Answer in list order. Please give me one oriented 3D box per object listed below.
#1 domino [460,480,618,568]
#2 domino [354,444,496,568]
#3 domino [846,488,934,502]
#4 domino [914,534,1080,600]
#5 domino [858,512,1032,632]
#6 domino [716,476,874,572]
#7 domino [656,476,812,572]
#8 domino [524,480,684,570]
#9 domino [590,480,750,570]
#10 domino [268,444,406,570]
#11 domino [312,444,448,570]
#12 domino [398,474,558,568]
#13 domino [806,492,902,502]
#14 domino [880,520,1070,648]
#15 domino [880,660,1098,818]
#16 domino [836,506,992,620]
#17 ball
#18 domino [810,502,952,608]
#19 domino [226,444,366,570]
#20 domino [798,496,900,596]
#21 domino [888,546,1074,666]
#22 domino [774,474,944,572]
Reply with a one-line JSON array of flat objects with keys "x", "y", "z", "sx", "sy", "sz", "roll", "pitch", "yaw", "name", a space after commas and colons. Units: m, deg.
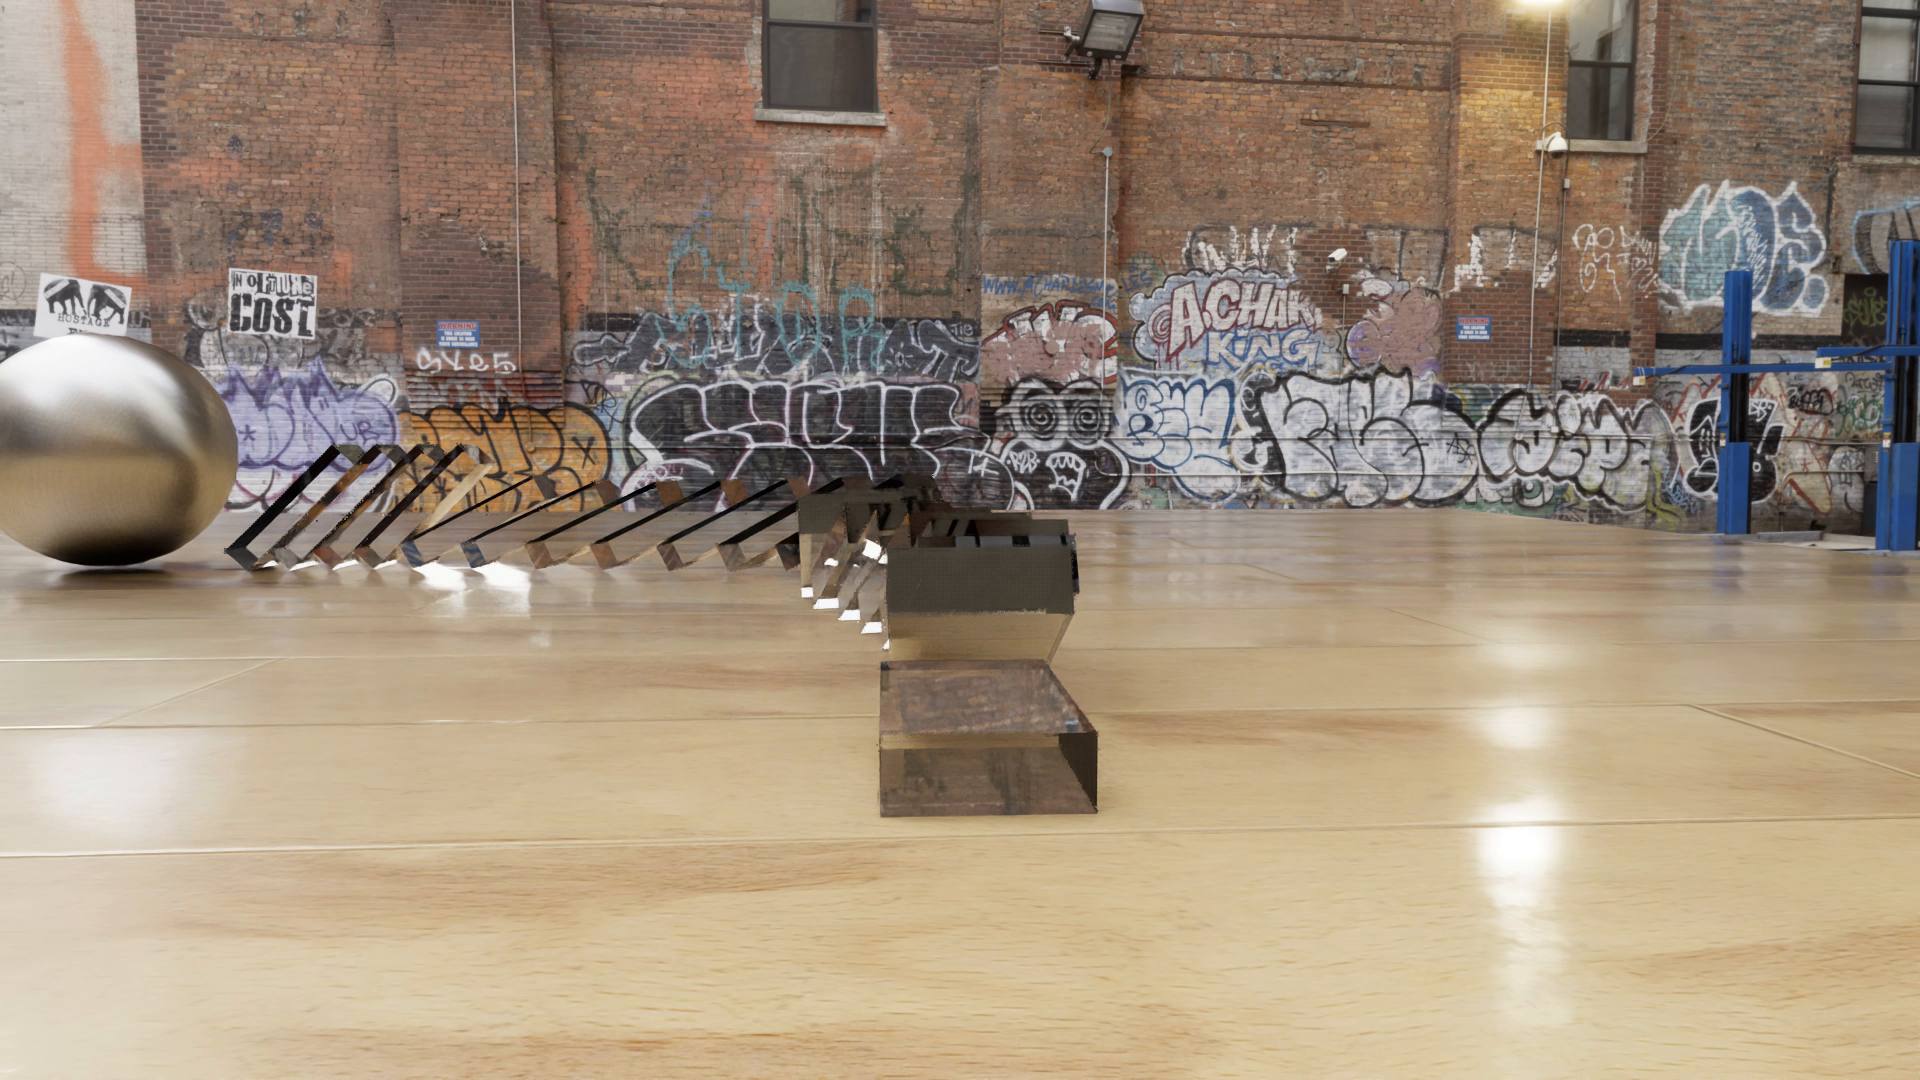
[{"x": -0.146, "y": -0.006, "z": 0.448, "sx": 0.050, "sy": 0.010, "sz": 0.025, "roll": -25, "pitch": 5, "yaw": 0, "name": "domino"}, {"x": -0.186, "y": -0.012, "z": 0.448, "sx": 0.009, "sy": 0.050, "sz": 0.025, "roll": 45, "pitch": -2, "yaw": -8, "name": "domino"}, {"x": -0.028, "y": -0.001, "z": 0.387, "sx": 0.025, "sy": 0.009, "sz": 0.050, "roll": -2, "pitch": -20, "yaw": -22, "name": "domino"}, {"x": 0.003, "y": 0.012, "z": 0.223, "sx": 0.025, "sy": 0.009, "sz": 0.050, "roll": -1, "pitch": -19, "yaw": -8, "name": "domino"}, {"x": -0.004, "y": 0.008, "z": 0.270, "sx": 0.025, "sy": 0.010, "sz": 0.050, "roll": 0, "pitch": -20, "yaw": -17, "name": "domino"}, {"x": -0.053, "y": -0.006, "z": 0.427, "sx": 0.050, "sy": 0.010, "sz": 0.025, "roll": -28, "pitch": -5, "yaw": 17, "name": "domino"}, {"x": -0.076, "y": -0.006, "z": 0.436, "sx": 0.050, "sy": 0.009, "sz": 0.025, "roll": -27, "pitch": 1, "yaw": 8, "name": "domino"}, {"x": -0.122, "y": -0.006, "z": 0.444, "sx": 0.050, "sy": 0.010, "sz": 0.025, "roll": -25, "pitch": 2, "yaw": 6, "name": "domino"}, {"x": -0.099, "y": -0.006, "z": 0.440, "sx": 0.050, "sy": 0.009, "sz": 0.025, "roll": -25, "pitch": 1, "yaw": 8, "name": "domino"}, {"x": -0.213, "y": -0.012, "z": 0.444, "sx": 0.010, "sy": 0.050, "sz": 0.025, "roll": 45, "pitch": -2, "yaw": -8, "name": "domino"}, {"x": -0.200, "y": -0.012, "z": 0.447, "sx": 0.010, "sy": 0.050, "sz": 0.025, "roll": 45, "pitch": -2, "yaw": -8, "name": "domino"}, {"x": -0.168, "y": -0.007, "z": 0.450, "sx": 0.050, "sy": 0.010, "sz": 0.025, "roll": -28, "pitch": 7, "yaw": -4, "name": "domino"}, {"x": -0.030, "y": 0.001, "z": 0.360, "sx": 0.025, "sy": 0.010, "sz": 0.050, "roll": -1, "pitch": -20, "yaw": -6, "name": "domino"}, {"x": 0.002, "y": 0.009, "z": 0.247, "sx": 0.025, "sy": 0.010, "sz": 0.050, "roll": 0, "pitch": -20, "yaw": -15, "name": "domino"}, {"x": 0.002, "y": 0.025, "z": 0.172, "sx": 0.025, "sy": 0.010, "sz": 0.050, "roll": 0, "pitch": 4, "yaw": -3, "name": "domino"}, {"x": -0.011, "y": 0.006, "z": 0.293, "sx": 0.025, "sy": 0.010, "sz": 0.050, "roll": -1, "pitch": -20, "yaw": -16, "name": "domino"}, {"x": -0.294, "y": -0.031, "z": 0.441, "sx": 0.080, "sy": 0.080, "sz": 0.080, "roll": 0, "pitch": 4, "yaw": 0, "name": "ball"}, {"x": -0.020, "y": 0.004, "z": 0.314, "sx": 0.025, "sy": 0.010, "sz": 0.050, "roll": -1, "pitch": -20, "yaw": -16, "name": "domino"}, {"x": -0.226, "y": -0.012, "z": 0.442, "sx": 0.010, "sy": 0.050, "sz": 0.025, "roll": 45, "pitch": -2, "yaw": -8, "name": "domino"}, {"x": -0.029, "y": 0.002, "z": 0.337, "sx": 0.025, "sy": 0.010, "sz": 0.050, "roll": -2, "pitch": -20, "yaw": -7, "name": "domino"}, {"x": 0.002, "y": 0.013, "z": 0.196, "sx": 0.025, "sy": 0.010, "sz": 0.050, "roll": 0, "pitch": -19, "yaw": -3, "name": "domino"}, {"x": -0.032, "y": -0.005, "z": 0.416, "sx": 0.050, "sy": 0.010, "sz": 0.025, "roll": -28, "pitch": -11, "yaw": 21, "name": "domino"}]
